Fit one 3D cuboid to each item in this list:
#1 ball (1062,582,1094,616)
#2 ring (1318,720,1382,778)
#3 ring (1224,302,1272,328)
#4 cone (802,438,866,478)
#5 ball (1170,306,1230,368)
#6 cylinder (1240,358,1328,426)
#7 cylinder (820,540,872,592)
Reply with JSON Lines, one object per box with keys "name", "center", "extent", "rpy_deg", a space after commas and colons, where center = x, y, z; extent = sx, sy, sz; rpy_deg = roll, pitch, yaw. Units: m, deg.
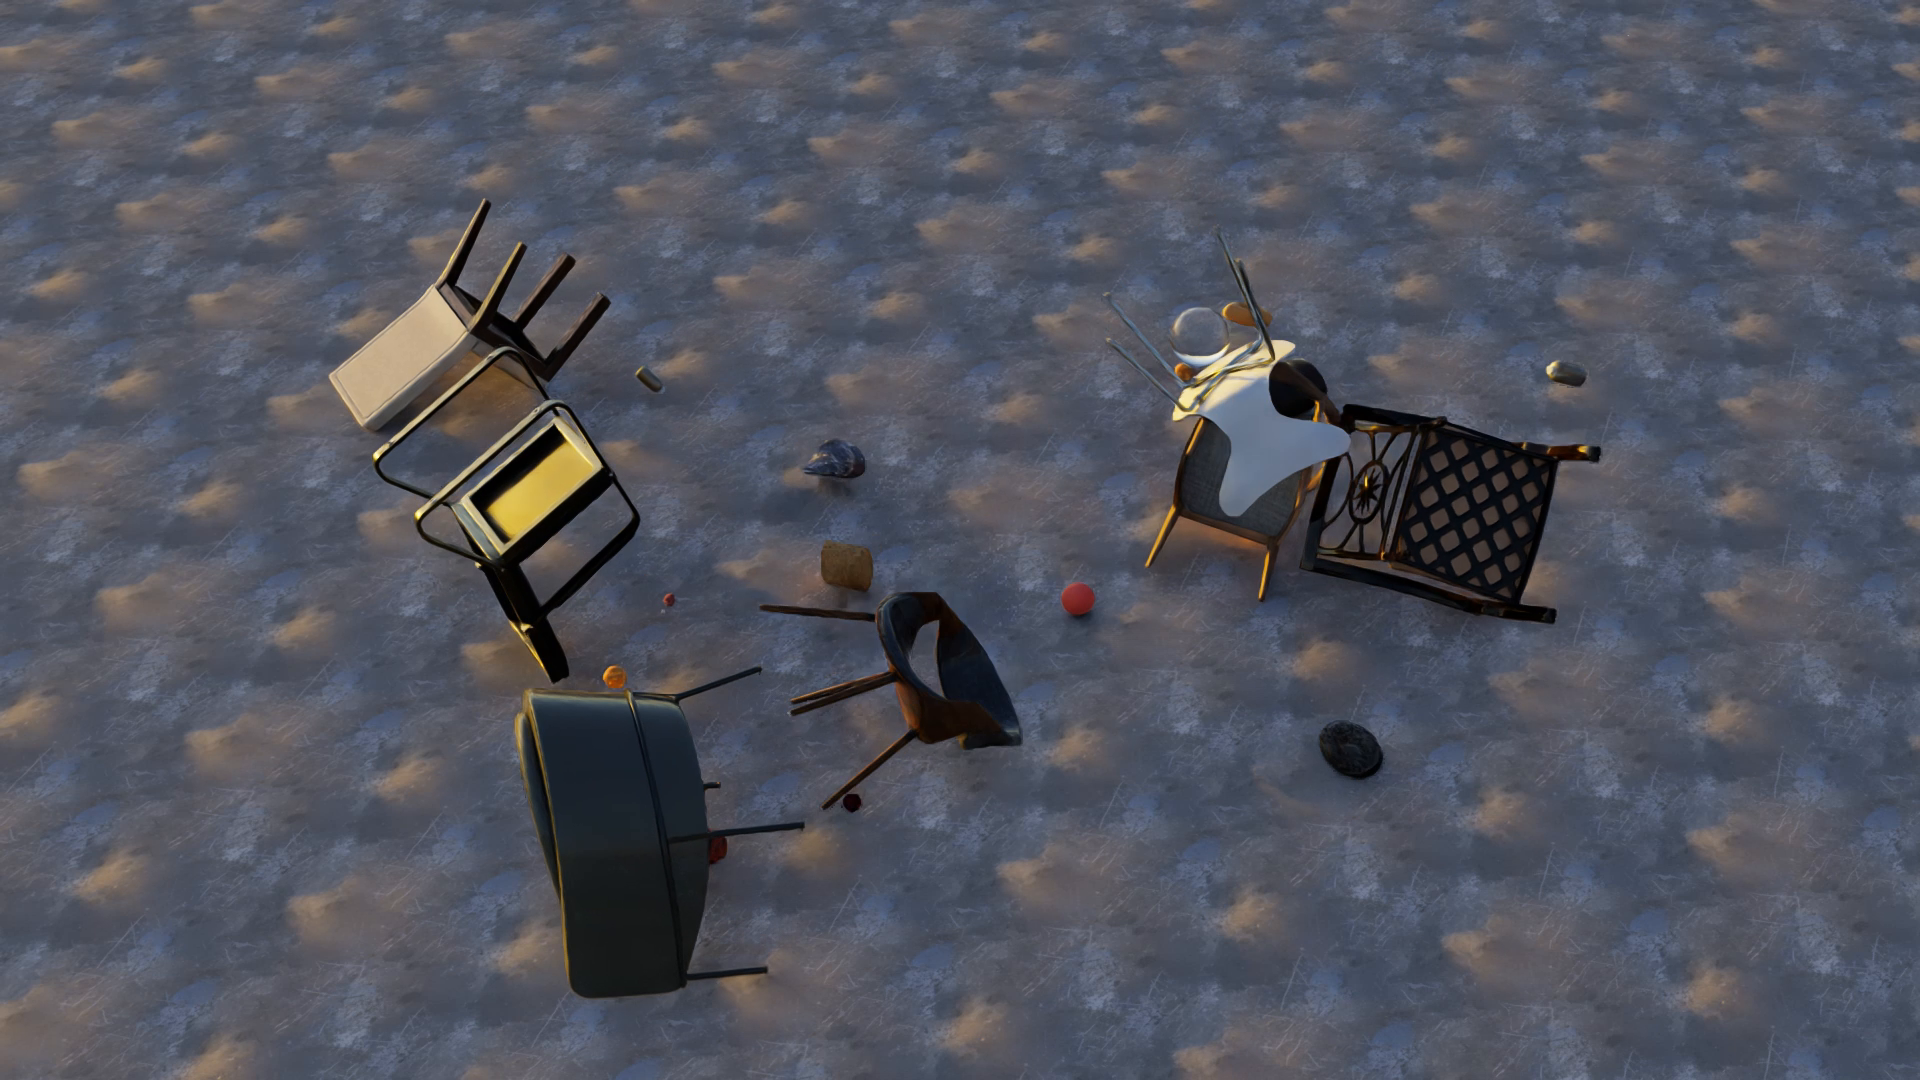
{"name": "ball", "center": [0.423, 0.211, 10.517], "extent": [0.118, 0.118, 0.118], "rpy_deg": [0, 33, 0]}
{"name": "ring", "center": [1.306, 0.699, 9.802], "extent": [0.183, 0.073, 0.274], "rpy_deg": [-24, 40, -14]}
{"name": "ring", "center": [1.101, -0.862, 11.225], "extent": [0.200, 0.064, 0.111], "rpy_deg": [9, 24, -17]}
{"name": "cone", "center": [-0.525, -0.283, 11.152], "extent": [0.228, 0.151, 0.251], "rpy_deg": [16, 23, 33]}
{"name": "ball", "center": [0.978, -0.829, 11.977], "extent": [0.248, 0.248, 0.248], "rpy_deg": [0, 33, 0]}
{"name": "cylinder", "center": [1.281, -0.588, 11.614], "extent": [0.244, 0.185, 0.263], "rpy_deg": [-24, 33, -19]}
{"name": "cylinder", "center": [-0.411, 0.093, 10.628], "extent": [0.158, 0.172, 0.103], "rpy_deg": [11, 31, 26]}
